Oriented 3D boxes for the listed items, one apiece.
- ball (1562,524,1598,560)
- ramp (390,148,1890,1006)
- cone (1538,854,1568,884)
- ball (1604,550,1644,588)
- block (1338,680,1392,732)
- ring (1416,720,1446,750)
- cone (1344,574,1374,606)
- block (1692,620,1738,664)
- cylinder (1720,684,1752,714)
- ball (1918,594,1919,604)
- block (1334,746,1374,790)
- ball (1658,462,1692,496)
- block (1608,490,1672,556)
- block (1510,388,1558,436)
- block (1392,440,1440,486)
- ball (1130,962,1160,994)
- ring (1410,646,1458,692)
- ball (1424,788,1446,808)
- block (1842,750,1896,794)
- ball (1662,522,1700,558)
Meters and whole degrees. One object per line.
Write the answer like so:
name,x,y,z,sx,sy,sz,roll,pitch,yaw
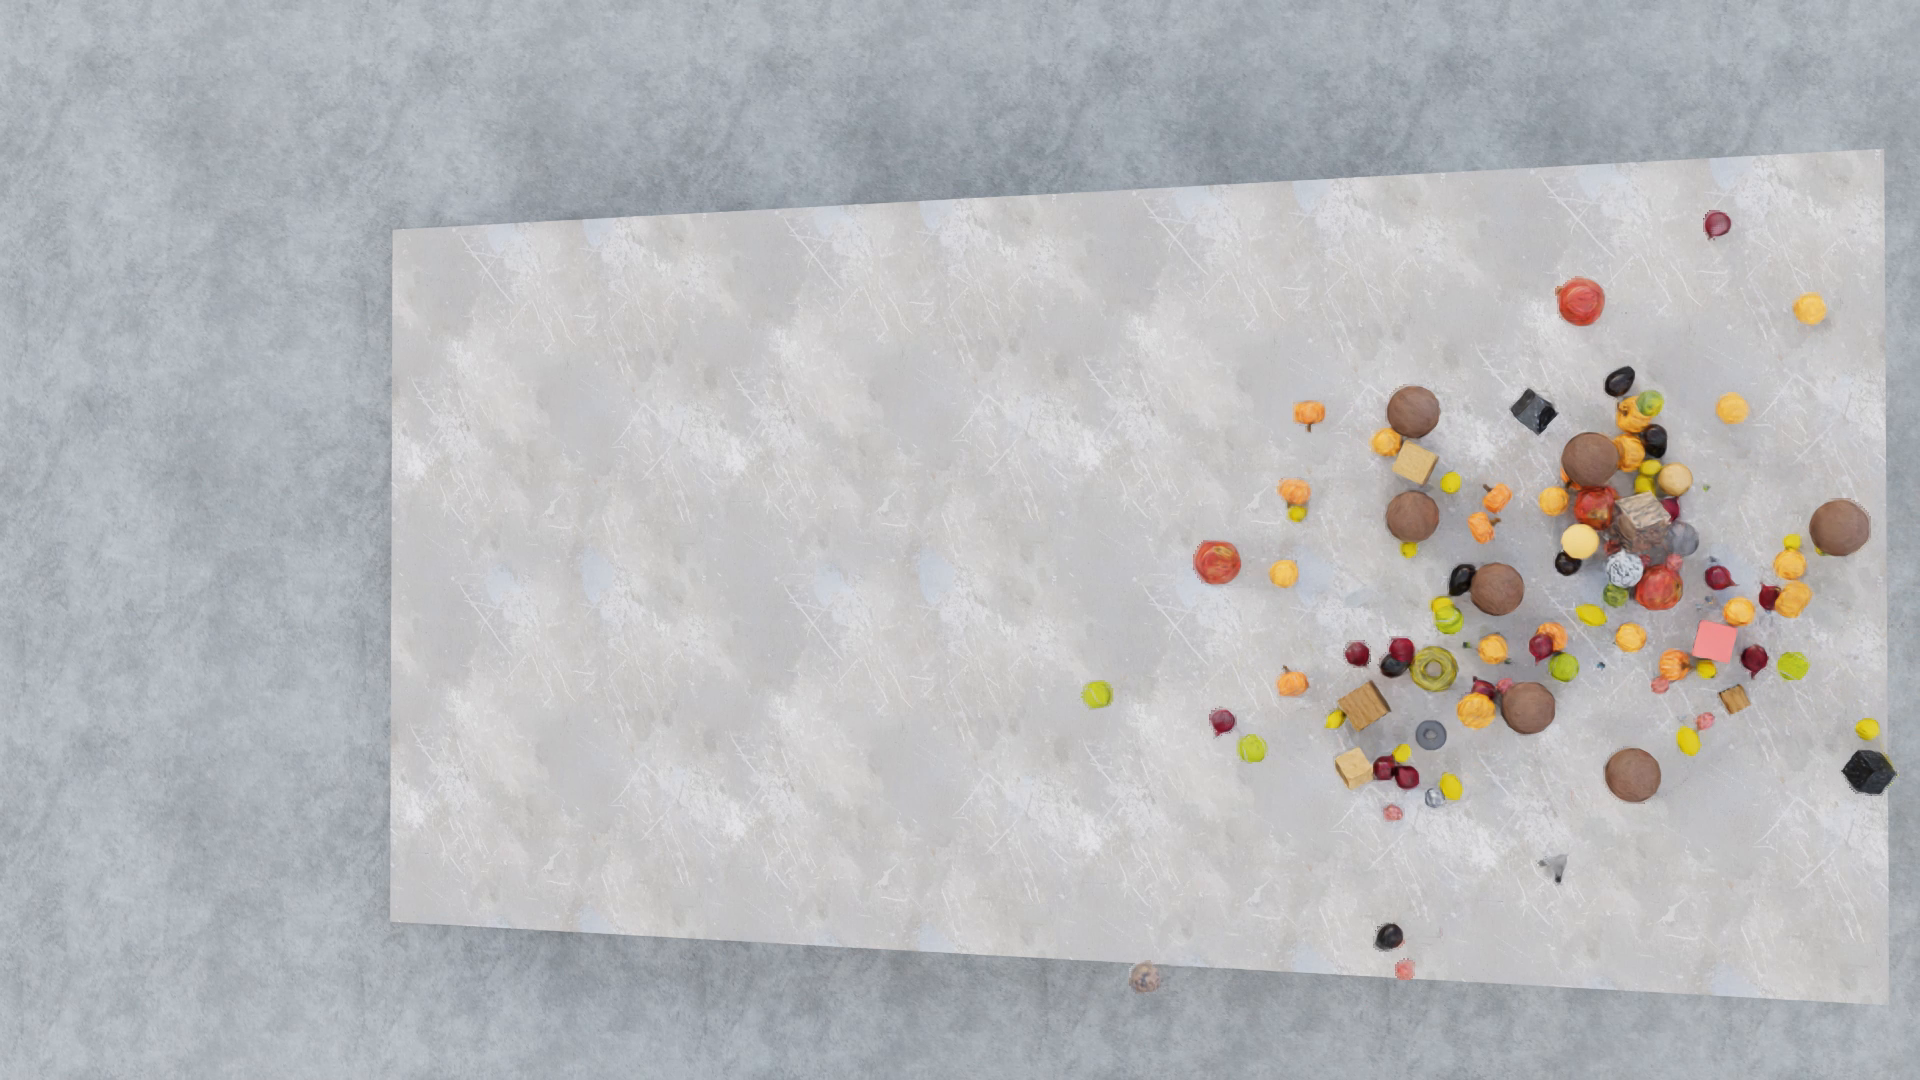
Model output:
ball,1.481,0.003,5.251,0.086,0.086,0.086,0,89,0
ramp,0.275,0.093,5.795,4.000,0.100,2.000,0,89,18
cone,1.455,0.782,5.337,0.072,0.072,0.072,-40,89,-16
ball,1.581,0.069,5.234,0.088,0.088,0.088,0,89,0
block,1.004,0.411,5.457,0.090,0.090,0.090,-34,79,14
ring,1.165,0.482,5.438,0.077,0.026,0.077,0,89,17
cone,0.981,0.112,5.497,0.078,0.078,0.078,-21,55,0
block,1.788,0.240,5.210,0.085,0.085,0.085,14,93,18
cylinder,1.836,0.377,5.208,0.054,0.054,0.054,-25,81,0
ball,2.309,0.140,5.194,0.085,0.085,0.085,0,89,0
block,0.975,0.565,5.438,0.067,0.067,0.067,-28,59,-3
ball,1.704,-0.145,5.239,0.081,0.081,0.081,0,89,0
block,1.610,-0.041,5.210,0.094,0.094,0.094,-17,50,-12
block,1.392,-0.312,5.333,0.072,0.072,0.072,35,108,-13
block,1.125,-0.189,5.430,0.082,0.082,0.082,28,98,16
ball,0.474,1.120,5.626,0.077,0.077,0.077,0,89,0
ring,1.168,0.319,5.421,0.117,0.039,0.117,3,105,12
ball,1.171,0.636,5.421,0.050,0.050,0.050,0,89,0
block,2.096,0.535,5.071,0.069,0.069,0.069,7,127,-23
ball,1.716,-0.001,5.236,0.086,0.086,0.086,0,89,0
